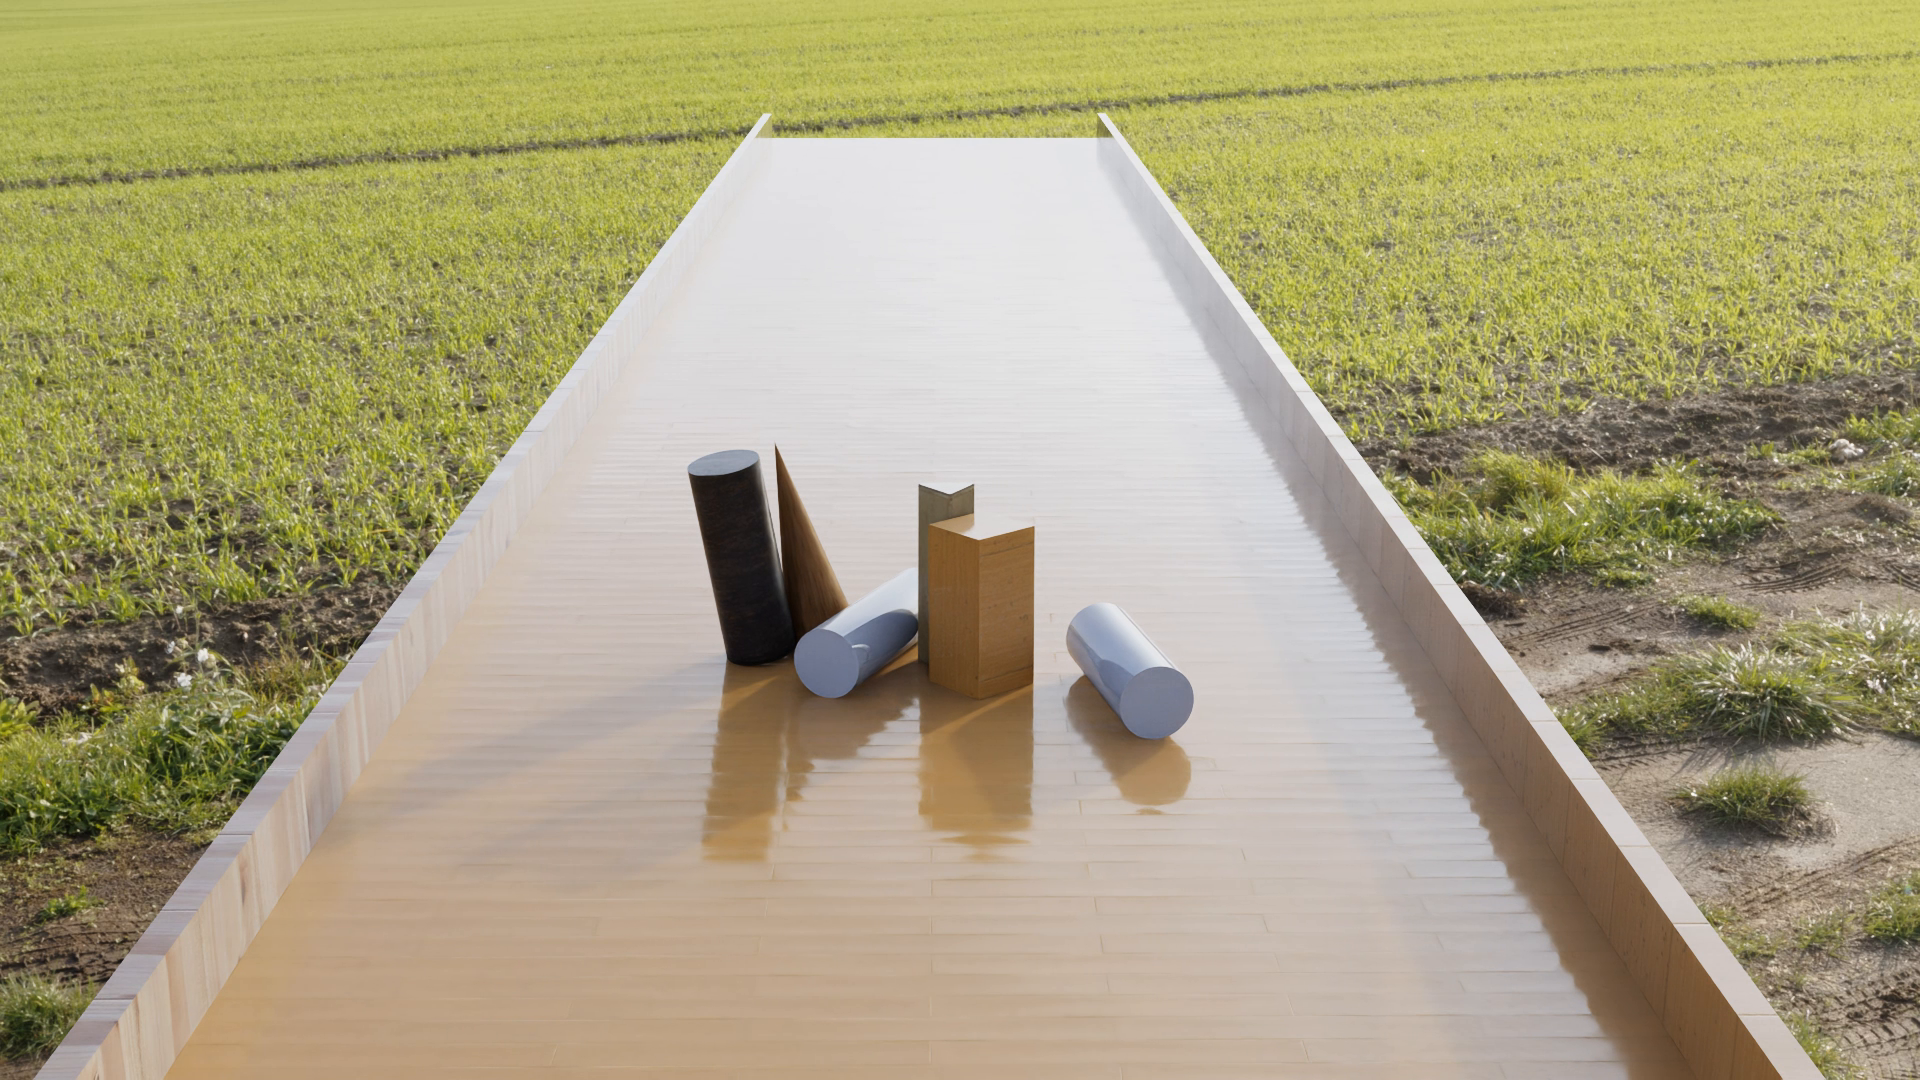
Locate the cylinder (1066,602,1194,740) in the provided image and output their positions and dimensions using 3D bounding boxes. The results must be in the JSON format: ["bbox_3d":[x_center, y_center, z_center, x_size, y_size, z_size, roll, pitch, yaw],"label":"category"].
[{"bbox_3d":[0.317,0.243,4.163,0.141,0.141,0.376,-4,17,-12],"label":"cylinder"}]

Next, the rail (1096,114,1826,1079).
[{"bbox_3d":[0.932,-0.844,7.801,0.050,0.150,12.000,0,17,-1],"label":"rail"}]

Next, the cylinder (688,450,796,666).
[{"bbox_3d":[-0.431,0.035,4.363,0.143,0.406,0.143,-8,22,3],"label":"cylinder"}]

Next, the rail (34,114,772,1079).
[{"bbox_3d":[-1.118,-0.838,7.780,0.050,0.150,12.000,0,17,-1],"label":"rail"}]

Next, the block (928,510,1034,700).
[{"bbox_3d":[0.042,0.124,4.249,0.144,0.319,0.144,-14,22,-40],"label":"block"}]

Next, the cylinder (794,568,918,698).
[{"bbox_3d":[-0.169,0.180,4.381,0.139,0.139,0.430,7,18,22],"label":"cylinder"}]

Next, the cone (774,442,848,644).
[{"bbox_3d":[-0.327,-0.002,4.456,0.151,0.422,0.151,-11,18,4],"label":"cone"}]

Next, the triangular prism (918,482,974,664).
[{"bbox_3d":[-0.013,0.068,4.359,0.094,0.360,0.109,-9,17,-34],"label":"triangular prism"}]
